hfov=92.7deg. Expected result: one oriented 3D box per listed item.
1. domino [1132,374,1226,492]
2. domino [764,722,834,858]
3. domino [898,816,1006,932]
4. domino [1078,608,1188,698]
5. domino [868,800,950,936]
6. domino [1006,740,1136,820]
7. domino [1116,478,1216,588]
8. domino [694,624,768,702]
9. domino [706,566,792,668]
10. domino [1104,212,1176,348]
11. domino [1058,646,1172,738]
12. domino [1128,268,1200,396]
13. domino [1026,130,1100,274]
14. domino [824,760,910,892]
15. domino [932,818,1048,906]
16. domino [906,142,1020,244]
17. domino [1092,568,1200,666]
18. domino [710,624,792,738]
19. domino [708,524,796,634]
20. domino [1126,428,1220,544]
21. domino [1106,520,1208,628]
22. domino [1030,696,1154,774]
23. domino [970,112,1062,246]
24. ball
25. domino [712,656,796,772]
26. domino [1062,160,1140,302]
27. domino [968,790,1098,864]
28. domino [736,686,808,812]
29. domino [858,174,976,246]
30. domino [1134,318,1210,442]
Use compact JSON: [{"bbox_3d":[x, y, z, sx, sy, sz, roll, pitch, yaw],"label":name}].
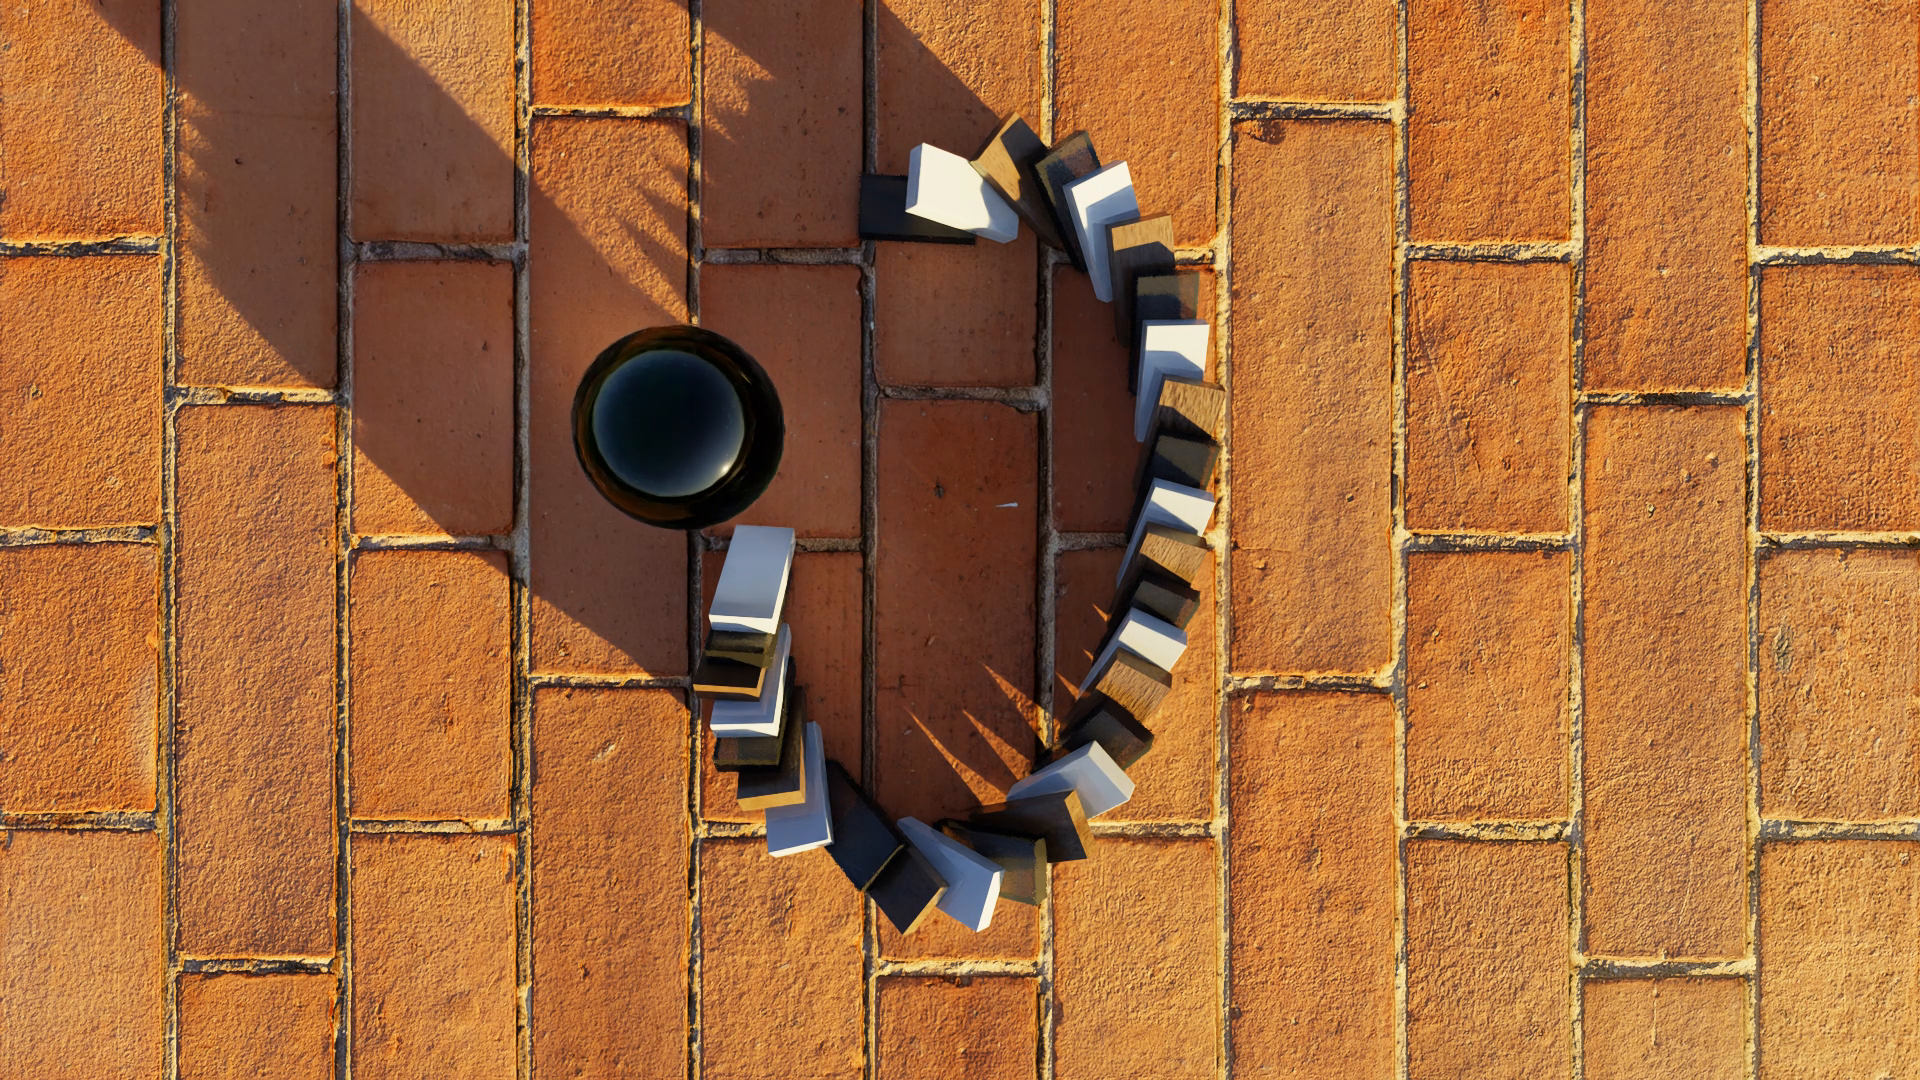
[{"bbox_3d":[0.091,-0.042,0.384,0.025,0.009,0.050,11,117,0],"label":"domino"},{"bbox_3d":[-0.069,0.104,0.383,0.025,0.009,0.050,-13,60,2],"label":"domino"},{"bbox_3d":[-0.007,0.138,0.382,0.050,0.010,0.025,18,94,33],"label":"domino"},{"bbox_3d":[0.071,0.054,0.382,0.025,0.010,0.050,25,123,-1],"label":"domino"},{"bbox_3d":[-0.030,0.136,0.383,0.050,0.009,0.025,40,96,29],"label":"domino"},{"bbox_3d":[0.045,0.105,0.381,0.025,0.009,0.050,48,126,-3],"label":"domino"},{"bbox_3d":[0.085,0.001,0.384,0.025,0.009,0.050,15,119,0],"label":"domino"},{"bbox_3d":[-0.091,0.043,0.379,0.025,0.010,0.050,4,46,0],"label":"domino"},{"bbox_3d":[-0.086,0.029,0.379,0.025,0.009,0.050,4,46,0],"label":"domino"},{"bbox_3d":[0.077,-0.108,0.383,0.025,0.010,0.050,-14,119,-2],"label":"domino"},{"bbox_3d":[0.064,0.069,0.382,0.025,0.009,0.050,27,123,-3],"label":"domino"},{"bbox_3d":[0.085,-0.086,0.384,0.025,0.009,0.050,-4,118,-1],"label":"domino"},{"bbox_3d":[0.050,-0.140,0.383,0.025,0.009,0.050,-34,121,-2],"label":"domino"},{"bbox_3d":[-0.047,0.119,0.384,0.050,0.010,0.025,41,90,30],"label":"domino"},{"bbox_3d":[0.012,0.133,0.382,0.050,0.009,0.025,-1,90,34],"label":"domino"},{"bbox_3d":[0.002,-0.143,0.381,0.050,0.009,0.025,6,88,-34],"label":"domino"},{"bbox_3d":[0.077,0.038,0.383,0.025,0.010,0.050,23,123,0],"label":"domino"},{"bbox_3d":[-0.086,0.057,0.379,0.025,0.009,0.050,-1,46,0],"label":"domino"},{"bbox_3d":[-0.085,0.015,0.379,0.025,0.010,0.050,4,46,0],"label":"domino"},{"bbox_3d":[0.089,-0.020,0.385,0.025,0.009,0.050,12,116,0],"label":"domino"},{"bbox_3d":[0.081,0.018,0.382,0.025,0.010,0.050,16,123,-1],"label":"domino"},{"bbox_3d":[0.055,0.090,0.383,0.025,0.010,0.050,40,122,0],"label":"domino"},{"bbox_3d":[0.030,-0.150,0.384,0.050,0.010,0.025,38,90,-29],"label":"domino"},{"bbox_3d":[-0.109,-0.044,0.360,0.080,0.080,0.080,0,90,0],"label":"ball"},{"bbox_3d":[-0.084,0.071,0.379,0.025,0.009,0.050,0,46,1],"label":"domino"},{"bbox_3d":[0.063,-0.128,0.382,0.025,0.010,0.050,-28,121,-5],"label":"domino"},{"bbox_3d":[0.030,0.121,0.382,0.050,0.010,0.025,-22,90,35],"label":"domino"},{"bbox_3d":[-0.077,0.085,0.379,0.025,0.009,0.050,-8,46,0],"label":"domino"},{"bbox_3d":[-0.018,-0.142,0.395,0.050,0.009,0.025,3,90,0],"label":"domino"},{"bbox_3d":[0.088,-0.066,0.384,0.025,0.009,0.050,-1,118,-1],"label":"domino"}]
